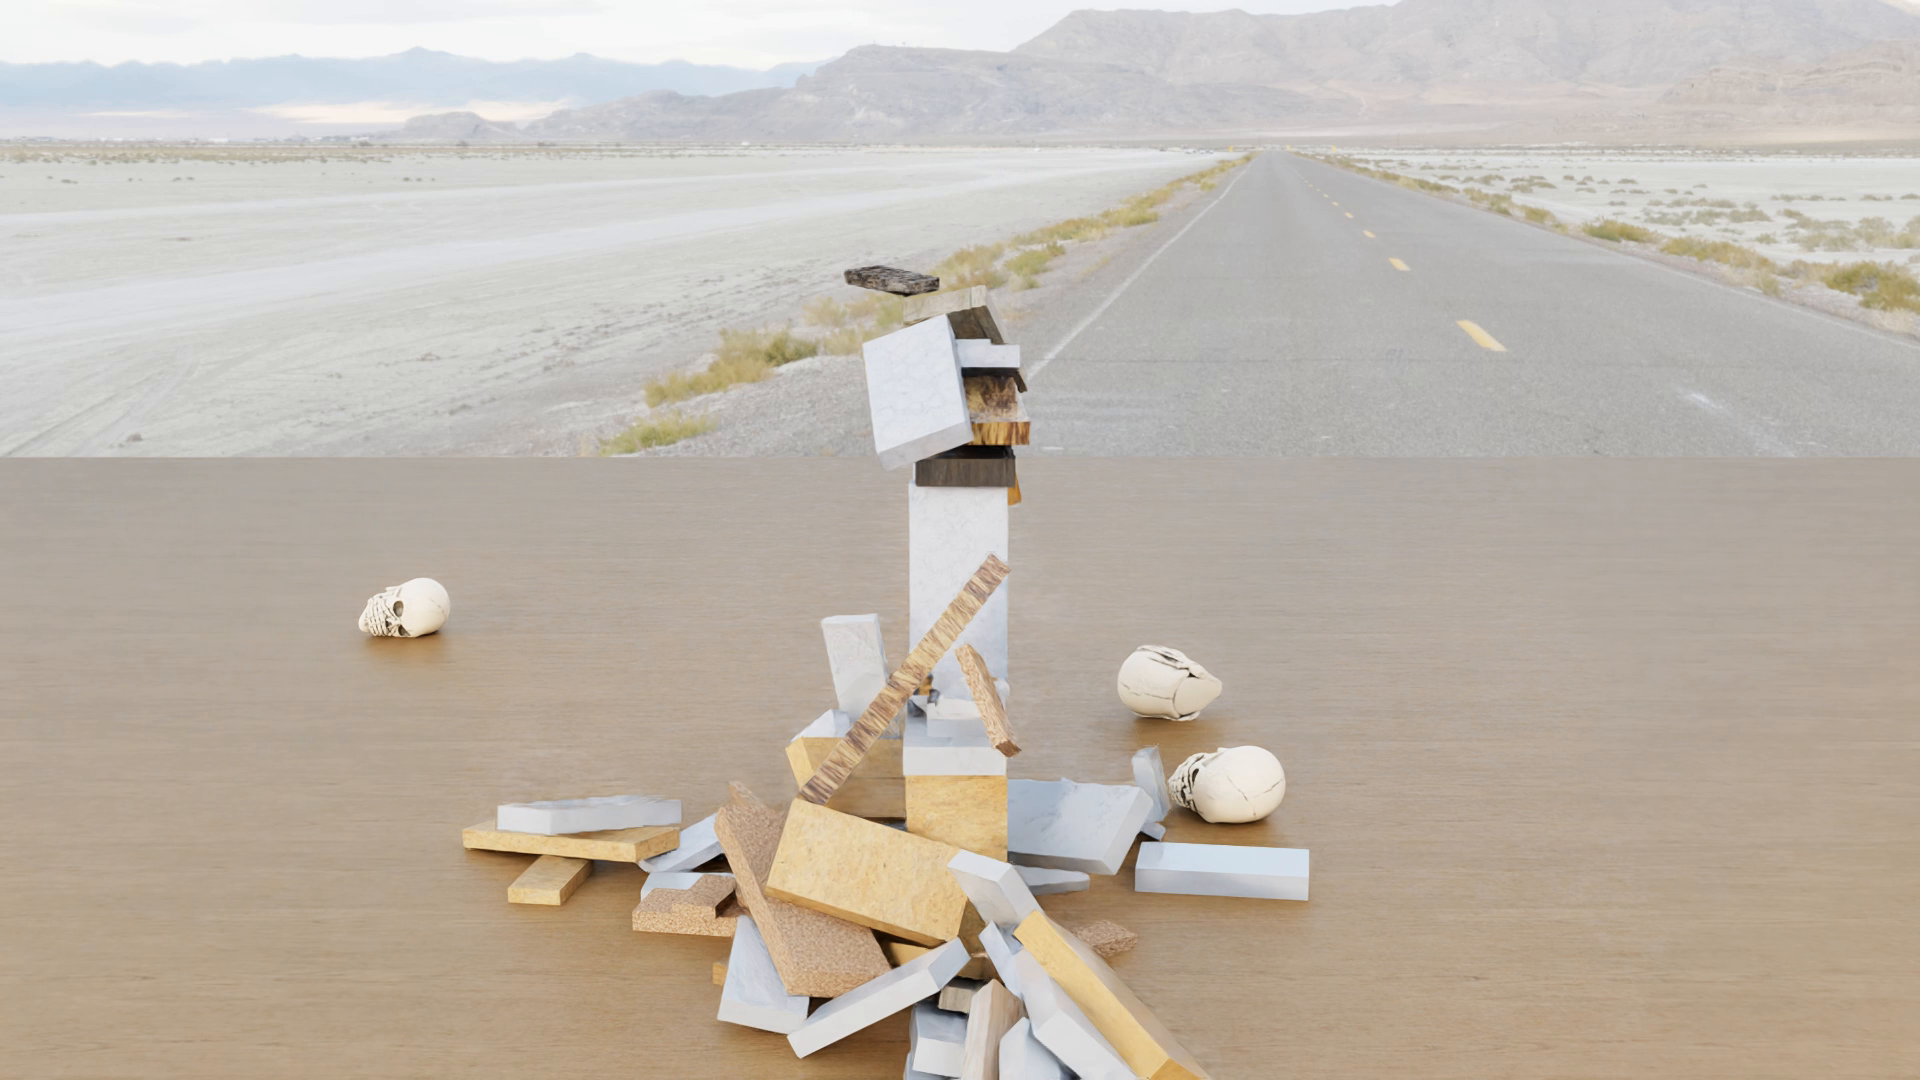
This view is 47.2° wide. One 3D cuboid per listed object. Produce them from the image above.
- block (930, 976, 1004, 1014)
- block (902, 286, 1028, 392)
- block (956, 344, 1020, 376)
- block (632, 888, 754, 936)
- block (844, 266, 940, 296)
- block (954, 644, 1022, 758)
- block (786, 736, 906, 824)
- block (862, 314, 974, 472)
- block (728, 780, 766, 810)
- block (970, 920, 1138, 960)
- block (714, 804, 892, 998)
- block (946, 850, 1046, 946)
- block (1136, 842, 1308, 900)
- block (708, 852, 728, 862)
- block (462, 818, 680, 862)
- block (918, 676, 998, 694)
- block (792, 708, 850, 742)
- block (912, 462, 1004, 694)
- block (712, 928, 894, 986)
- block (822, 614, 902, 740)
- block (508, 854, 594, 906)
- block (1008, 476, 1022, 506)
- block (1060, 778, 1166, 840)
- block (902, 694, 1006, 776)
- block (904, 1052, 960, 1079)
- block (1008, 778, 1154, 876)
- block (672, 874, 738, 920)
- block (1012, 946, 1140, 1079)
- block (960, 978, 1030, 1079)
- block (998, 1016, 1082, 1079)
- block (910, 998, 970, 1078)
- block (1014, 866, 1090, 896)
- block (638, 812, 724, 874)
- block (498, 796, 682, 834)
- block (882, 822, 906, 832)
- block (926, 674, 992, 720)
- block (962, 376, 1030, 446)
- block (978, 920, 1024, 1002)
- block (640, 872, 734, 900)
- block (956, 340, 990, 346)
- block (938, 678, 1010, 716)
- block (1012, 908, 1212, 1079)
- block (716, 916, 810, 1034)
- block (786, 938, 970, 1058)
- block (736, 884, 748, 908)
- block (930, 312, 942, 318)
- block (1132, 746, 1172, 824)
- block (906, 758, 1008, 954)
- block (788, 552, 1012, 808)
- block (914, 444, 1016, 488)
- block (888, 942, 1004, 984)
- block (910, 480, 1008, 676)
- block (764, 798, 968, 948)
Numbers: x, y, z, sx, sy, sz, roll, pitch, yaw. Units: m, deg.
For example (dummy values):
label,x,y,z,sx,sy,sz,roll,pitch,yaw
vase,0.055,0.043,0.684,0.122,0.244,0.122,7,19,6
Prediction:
label,x,y,z,sx,sy,sz,roll,pitch,yaw
block,0.018,0.634,3.061,0.107,0.030,0.214,10,-7,-3
block,0.012,-0.364,4.165,0.158,0.045,0.317,-10,-29,12
block,0.022,-0.315,4.054,0.141,0.040,0.283,-1,-5,-6
block,-0.400,0.599,3.533,0.226,0.032,0.113,2,11,10
block,-0.127,-0.484,4.106,0.086,0.024,0.172,-15,23,-41
block,0.041,0.234,3.198,0.022,0.158,0.079,-26,-23,7
block,-0.145,0.403,3.639,0.292,0.146,0.041,8,-39,-45
block,-0.075,-0.258,3.798,0.158,0.045,0.317,-19,40,8
block,-0.344,0.493,3.787,0.021,0.072,0.426,-10,8,-15
block,0.145,0.632,3.380,0.264,0.022,0.079,-7,13,-34
block,-0.243,0.544,3.338,0.153,0.043,0.465,10,19,-24
block,0.085,0.559,3.200,0.034,0.243,0.121,-44,27,-25
block,0.445,0.559,3.724,0.286,0.041,0.143,2,11,9
block,-0.414,0.538,3.881,0.177,0.025,0.089,-3,11,-17
block,-0.680,0.519,3.830,0.406,0.032,0.113,-1,6,34
block,-0.002,0.244,3.921,0.137,0.039,0.275,0,11,0
block,-0.211,0.414,3.699,0.033,0.230,0.115,10,-37,-41
block,-0.002,0.087,4.061,0.170,0.462,0.048,0,11,-1
block,-0.231,0.626,3.387,0.111,0.031,0.333,7,13,33
block,-0.169,0.242,3.794,0.092,0.239,0.026,-4,24,15
block,-0.688,0.571,3.705,0.089,0.025,0.177,2,11,9
block,0.014,-0.230,4.478,0.158,0.519,0.045,-11,54,2
block,0.270,0.481,3.931,0.189,0.027,0.095,30,-7,-32
block,-0.007,0.300,3.419,0.153,0.043,0.307,0,11,0
block,0.002,0.725,2.732,0.147,0.042,0.294,10,8,-2
block,0.146,0.465,3.596,0.352,0.041,0.143,-3,46,47
block,-0.402,0.572,3.532,0.072,0.021,0.145,3,11,14
block,0.151,0.611,2.794,0.155,0.044,0.401,42,0,-3
block,0.071,0.668,2.643,0.147,0.042,0.294,40,21,-12
block,0.117,0.672,2.512,0.155,0.044,0.310,42,9,-7
block,0.011,0.664,2.916,0.147,0.042,0.294,10,-2,-2
block,0.125,0.559,3.689,0.168,0.024,0.084,-3,33,-15
block,-0.457,0.527,3.787,0.177,0.025,0.089,-27,26,-29
block,-0.636,0.473,3.793,0.143,0.041,0.286,-1,-3,42
block,-0.145,0.512,3.595,0.168,0.084,0.024,-7,20,-17
block,0.000,0.249,3.503,0.095,0.027,0.189,0,11,3
block,0.037,-0.231,3.885,0.141,0.040,0.283,-1,20,-5
block,0.096,0.608,3.034,0.107,0.030,0.214,42,1,-18
block,-0.430,0.580,3.650,0.184,0.026,0.092,0,11,2
block,0.015,-0.346,4.046,0.071,0.020,0.141,-1,-5,-4
block,0.022,0.242,3.383,0.079,0.022,0.158,5,8,11
block,0.200,0.596,2.762,0.153,0.043,0.307,42,0,-42
block,-0.277,0.630,3.192,0.122,0.034,0.243,13,18,-4
block,-0.111,0.630,3.025,0.243,0.034,0.122,-30,-1,23
block,-0.255,0.548,3.515,0.203,0.024,0.084,-11,1,-5
block,-0.051,-0.336,3.964,0.020,0.071,0.141,7,51,-5
block,0.343,0.437,3.942,0.033,0.115,0.230,-12,-3,8
block,-0.004,0.486,3.381,0.153,0.307,0.043,0,14,1
block,-0.095,0.233,3.472,0.041,0.492,0.146,39,-20,1
block,0.005,-0.145,3.910,0.170,0.048,0.340,0,10,-2
block,-0.021,0.616,3.206,0.107,0.030,0.214,13,-11,-18
block,-0.002,0.067,3.834,0.170,0.340,0.048,0,11,1
block,-0.132,0.501,3.294,0.292,0.146,0.041,18,-31,-2
